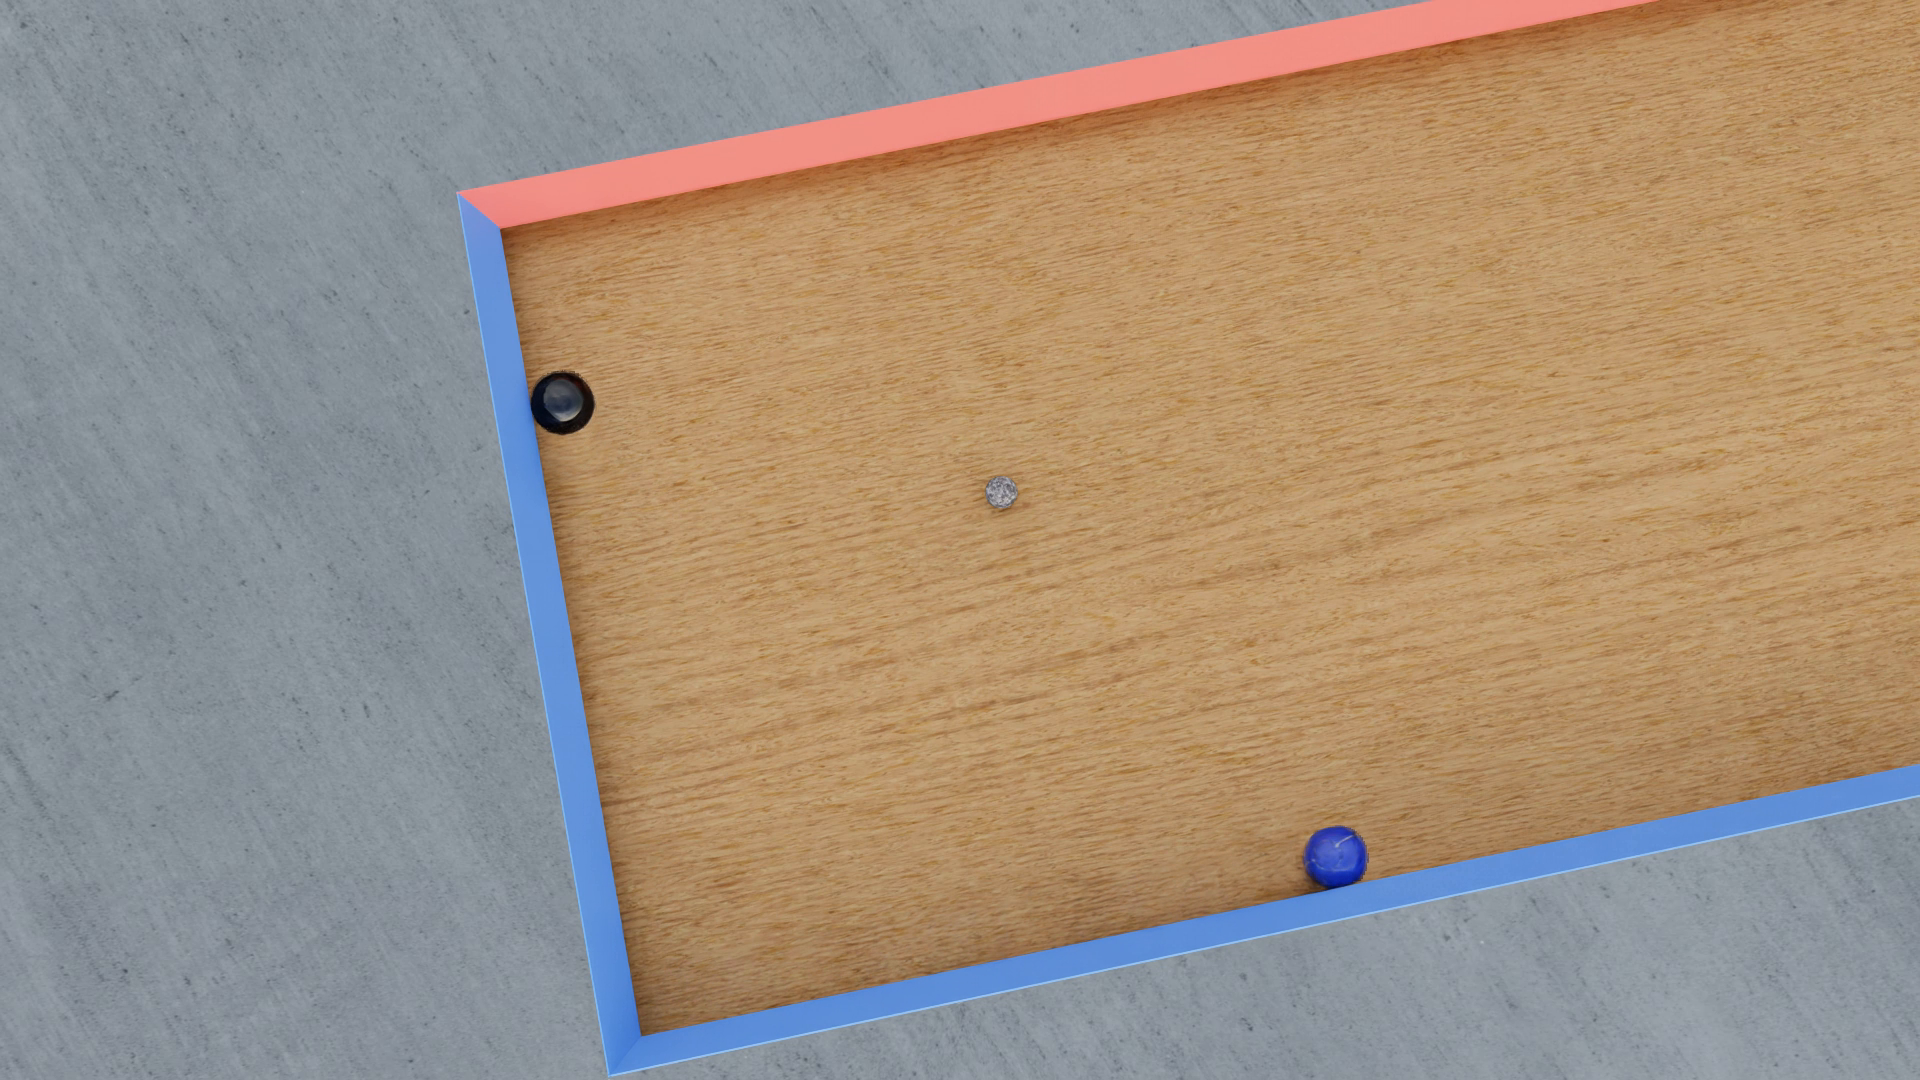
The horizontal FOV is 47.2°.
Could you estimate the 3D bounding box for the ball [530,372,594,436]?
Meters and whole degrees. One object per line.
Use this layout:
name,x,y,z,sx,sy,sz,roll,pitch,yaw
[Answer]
ball,-0.602,-0.207,3.335,0.095,0.095,0.095,0,78,0

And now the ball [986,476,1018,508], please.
ball,0.063,-0.072,3.330,0.050,0.050,0.050,0,78,0

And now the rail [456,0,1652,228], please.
rail,0.494,-0.748,3.434,2.556,0.124,0.045,-12,78,-2

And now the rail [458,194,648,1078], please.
rail,-0.602,0.118,3.251,0.045,0.124,1.330,-12,78,-2

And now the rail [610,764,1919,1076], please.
rail,0.757,0.480,3.175,2.556,0.124,0.045,-12,78,-2

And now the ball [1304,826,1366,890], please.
ball,0.545,0.462,3.197,0.091,0.091,0.091,0,78,0
